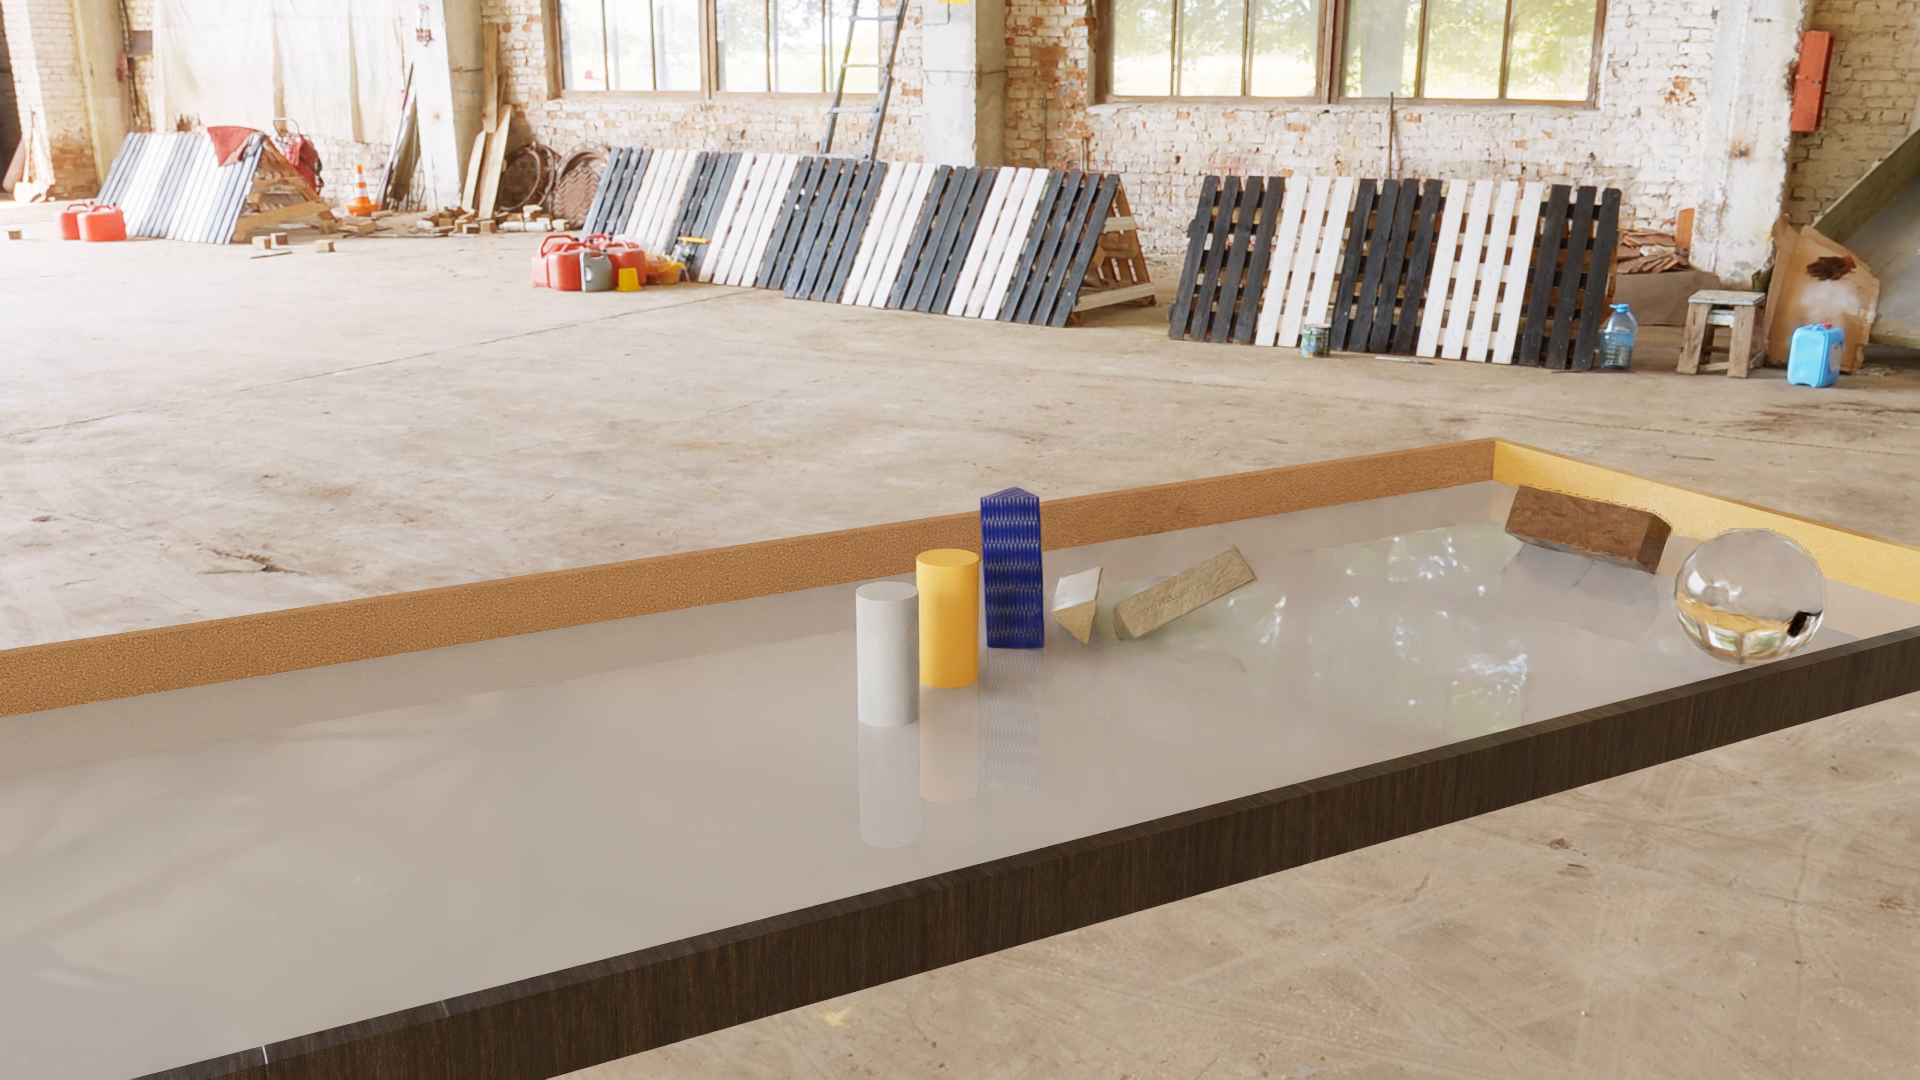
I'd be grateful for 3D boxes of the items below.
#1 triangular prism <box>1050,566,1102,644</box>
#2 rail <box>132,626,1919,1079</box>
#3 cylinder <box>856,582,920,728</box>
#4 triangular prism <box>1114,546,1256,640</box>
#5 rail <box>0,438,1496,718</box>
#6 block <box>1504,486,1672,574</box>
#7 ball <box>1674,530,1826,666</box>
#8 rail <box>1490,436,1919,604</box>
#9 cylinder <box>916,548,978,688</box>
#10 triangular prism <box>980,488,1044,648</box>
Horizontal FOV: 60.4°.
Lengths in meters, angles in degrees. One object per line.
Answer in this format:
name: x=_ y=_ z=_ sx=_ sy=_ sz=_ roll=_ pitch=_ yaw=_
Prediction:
triangular prism: x=0.345 y=0.156 z=4.526 sx=0.128 sy=0.111 sz=0.306 roll=40 pitch=18 yaw=-5
rail: x=-2.336 y=1.006 z=1.665 sx=12.000 sy=0.150 sz=0.050 roll=-9 pitch=18 yaw=-27
cylinder: x=-0.169 y=0.269 z=3.889 sx=0.148 sy=0.311 sz=0.148 roll=0 pitch=16 yaw=0
triangular prism: x=0.600 y=0.138 z=4.484 sx=0.406 sy=0.093 sz=0.108 roll=-24 pitch=13 yaw=-20
rail: x=-3.305 y=0.497 z=3.399 sx=12.000 sy=0.150 sz=0.050 roll=-9 pitch=18 yaw=-27
block: x=1.937 y=-0.035 z=5.103 sx=0.153 sy=0.153 sz=0.436 roll=22 pitch=-3 yaw=-44
ball: x=2.020 y=0.148 z=4.226 sx=0.352 sy=0.352 sz=0.352 roll=0 pitch=16 yaw=0
rail: x=2.466 y=-0.048 z=5.253 sx=0.050 sy=0.150 sz=2.100 roll=-9 pitch=18 yaw=-27
cylinder: x=-0.031 y=0.195 z=4.132 sx=0.155 sy=0.316 sz=0.155 roll=0 pitch=16 yaw=0
triangular prism: x=0.148 y=0.071 z=4.388 sx=0.152 sy=0.406 sz=0.131 roll=0 pitch=14 yaw=10
